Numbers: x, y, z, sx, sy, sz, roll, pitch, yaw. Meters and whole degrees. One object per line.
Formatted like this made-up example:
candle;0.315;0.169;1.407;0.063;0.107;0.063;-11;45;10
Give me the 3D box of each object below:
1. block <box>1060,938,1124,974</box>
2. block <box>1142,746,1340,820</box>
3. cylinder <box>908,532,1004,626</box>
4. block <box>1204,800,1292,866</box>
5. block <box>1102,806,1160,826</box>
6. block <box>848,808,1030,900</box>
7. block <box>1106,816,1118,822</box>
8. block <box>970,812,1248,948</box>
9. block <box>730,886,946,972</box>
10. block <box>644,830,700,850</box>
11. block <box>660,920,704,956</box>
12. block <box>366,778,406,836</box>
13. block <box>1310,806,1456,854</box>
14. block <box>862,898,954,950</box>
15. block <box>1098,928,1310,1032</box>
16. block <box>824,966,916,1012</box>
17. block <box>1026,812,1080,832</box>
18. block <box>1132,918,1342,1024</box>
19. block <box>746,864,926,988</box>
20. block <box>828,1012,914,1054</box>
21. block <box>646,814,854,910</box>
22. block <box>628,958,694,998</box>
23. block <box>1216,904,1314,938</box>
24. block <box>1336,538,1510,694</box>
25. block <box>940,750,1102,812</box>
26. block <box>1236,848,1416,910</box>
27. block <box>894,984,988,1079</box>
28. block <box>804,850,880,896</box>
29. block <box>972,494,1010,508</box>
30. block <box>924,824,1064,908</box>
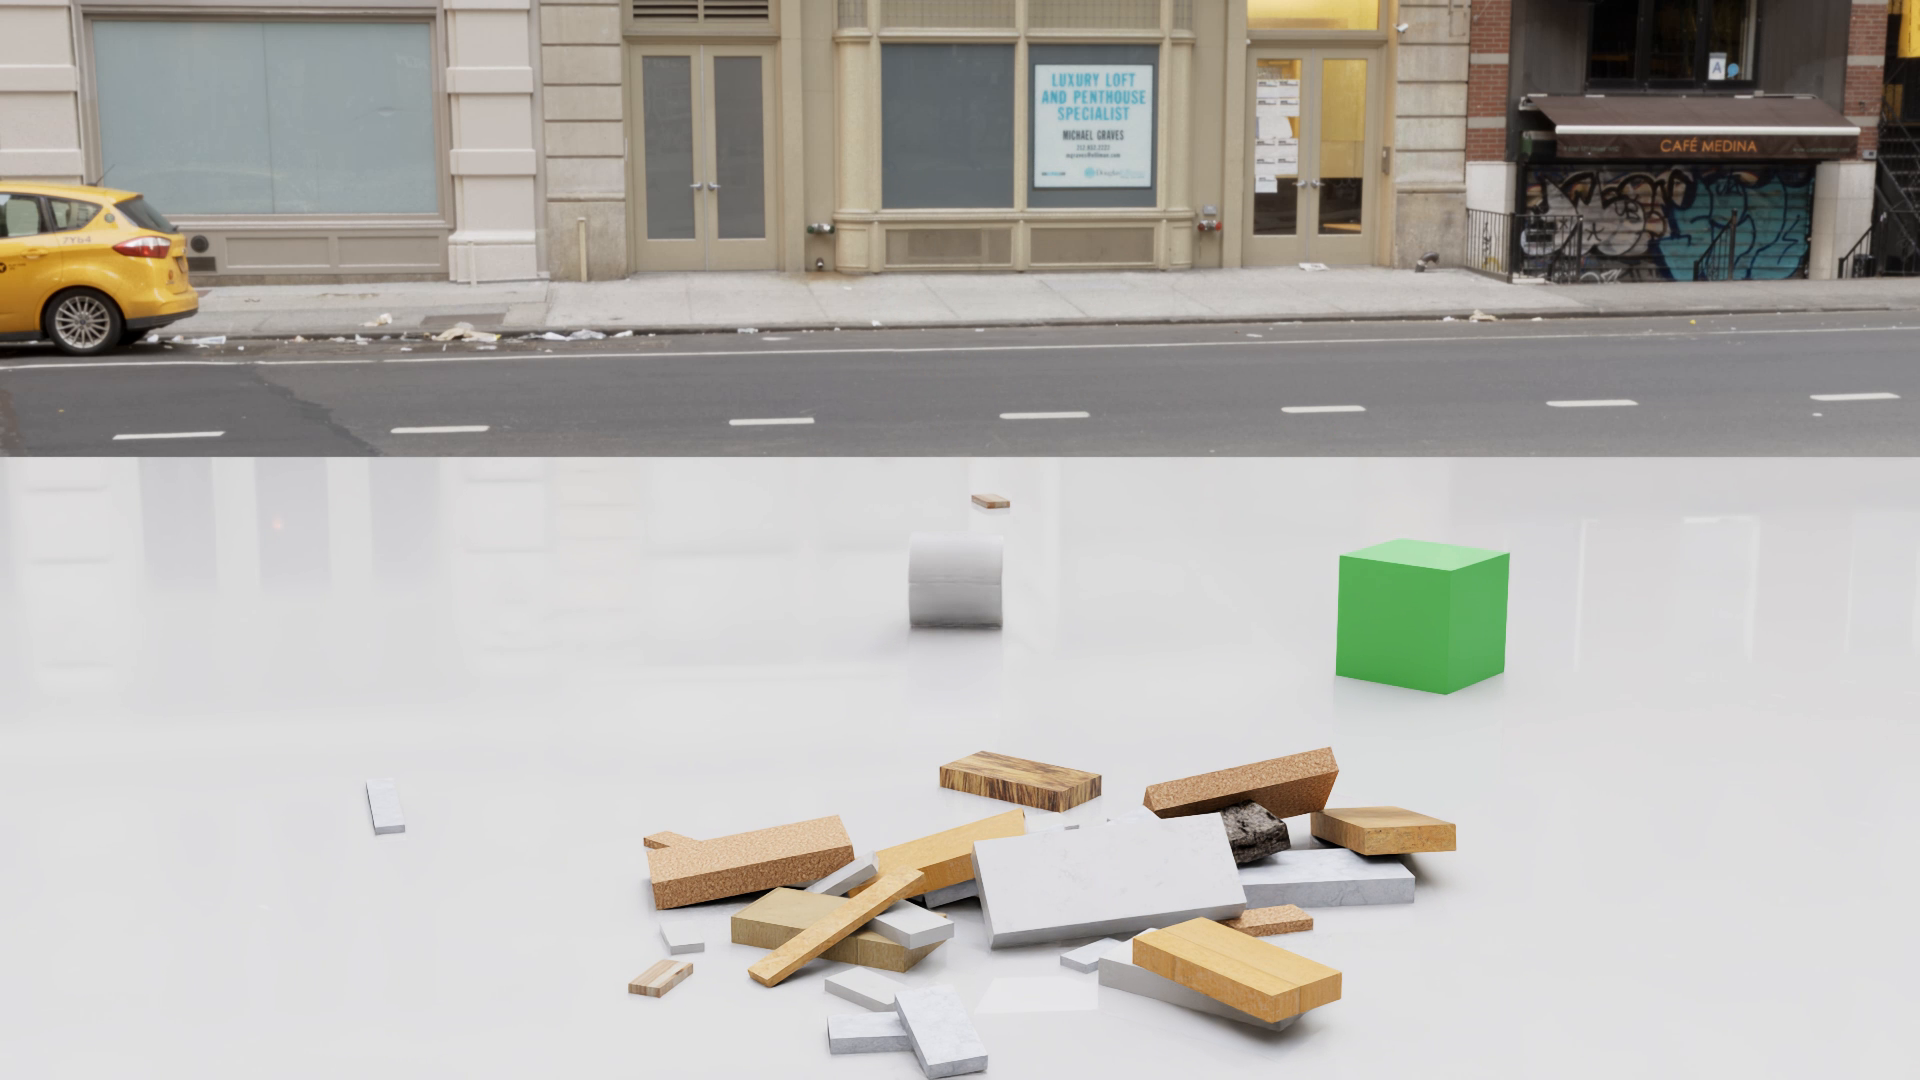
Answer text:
block;0.211;0.637;3.372;0.109;0.015;0.054;-10;15;-43
block;0.486;0.453;3.859;0.333;0.047;0.167;-11;-30;-8
cylinder;-0.007;0.100;5.659;0.238;0.238;0.238;0;11;3
block;0.379;0.523;3.707;0.316;0.045;0.158;-16;12;-12
block;0.222;0.526;3.664;0.249;0.035;0.125;-24;14;-10
block;-0.033;0.529;3.636;0.302;0.043;0.151;-17;10;3
block;0.358;0.516;4.002;0.163;0.023;0.081;-5;12;-27
block;0.235;0.539;3.491;0.409;0.047;0.166;-5;52;-11
block;-0.190;0.609;3.449;0.302;0.043;0.151;5;12;24
block;-0.505;0.540;3.898;0.109;0.015;0.054;9;14;41
block;-0.436;0.623;3.450;0.053;0.015;0.105;-3;11;-17
block;-1.079;0.498;4.125;0.053;0.015;0.310;-3;11;-18
block;0.733;0.504;3.834;0.158;0.045;0.316;-1;-1;-8
block;-0.093;0.586;3.389;0.084;0.024;0.167;-8;13;-37
block;0.373;0.646;3.249;0.302;0.043;0.151;7;13;35
block;-0.128;0.662;3.227;0.069;0.020;0.138;-10;14;-43
block;0.124;0.524;3.963;0.163;0.023;0.081;-5;12;-26
block;0.397;0.618;3.176;0.141;0.040;0.283;-8;13;-37
block;-0.186;0.588;3.362;0.311;0.015;0.054;-30;26;-31
block;-0.100;0.688;3.076;0.167;0.024;0.084;-1;11;-6
block;-0.352;0.539;3.691;0.333;0.047;0.166;-10;12;-9
block;-0.446;0.654;3.284;0.053;0.015;0.105;4;11;20
block;0.486;0.610;3.510;0.138;0.020;0.069;-4;11;-19
block;1.080;0.173;5.133;0.286;0.286;0.286;9;14;39
block;0.116;0.464;4.238;0.283;0.040;0.141;8;13;36
block;0.582;0.566;3.677;0.316;0.045;0.158;-1;11;-7
block;-0.027;0.675;3.028;0.084;0.024;0.167;-6;26;-16
block;-0.196;0.559;3.594;0.138;0.020;0.069;-31;10;5
block;0.104;-0.133;7.497;0.081;0.023;0.163;-4;11;-19
block;0.060;0.540;3.652;0.249;0.035;0.125;-17;11;2
